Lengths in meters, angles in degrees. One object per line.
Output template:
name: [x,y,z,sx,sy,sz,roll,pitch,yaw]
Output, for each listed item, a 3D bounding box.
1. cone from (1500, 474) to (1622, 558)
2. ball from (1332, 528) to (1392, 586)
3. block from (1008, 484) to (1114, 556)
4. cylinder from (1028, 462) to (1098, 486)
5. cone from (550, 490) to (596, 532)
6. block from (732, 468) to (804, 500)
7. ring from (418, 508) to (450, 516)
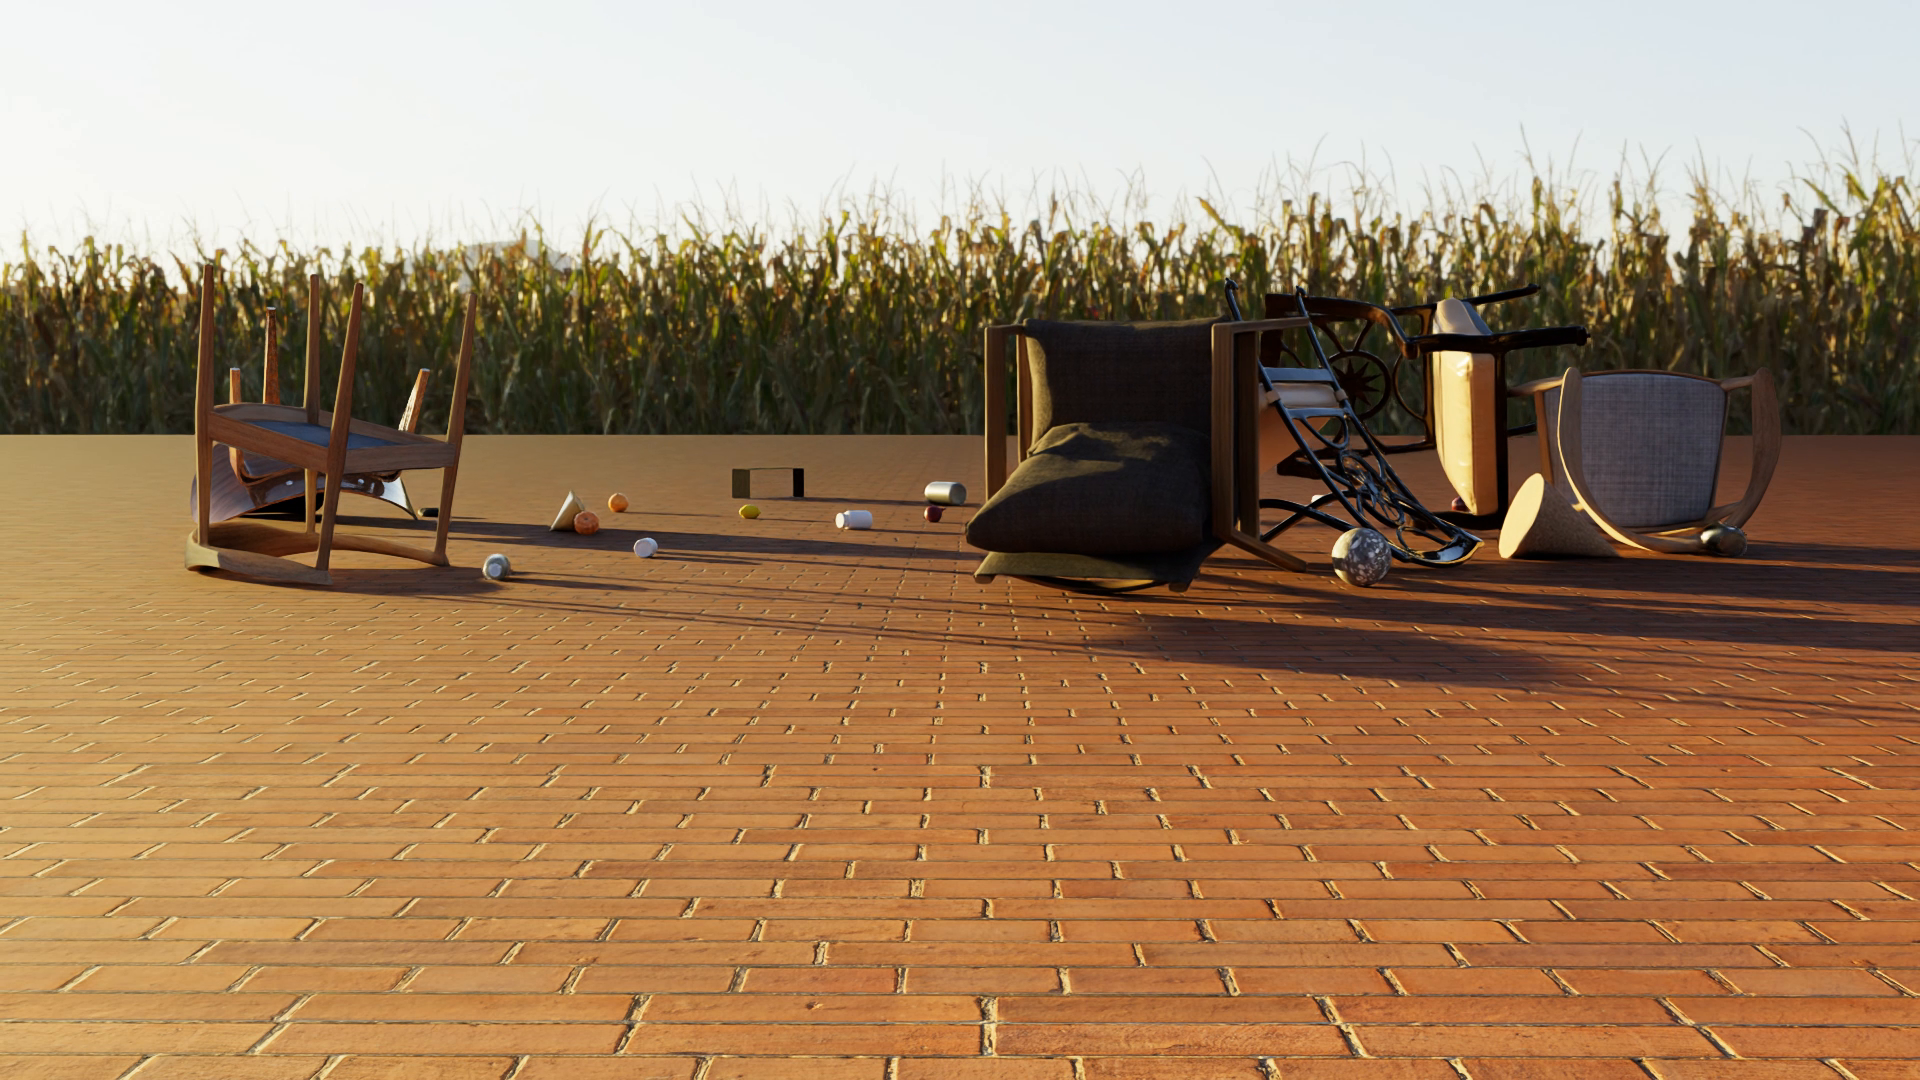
cone: [1.632,-0.009,5.866,0.299,0.240,0.228,22,6,-5]
ball: [0.913,0.039,4.995,0.134,0.134,0.134,0,4,0]
block: [0.275,-0.056,6.028,0.163,0.183,0.247,-4,5,-43]
cylinder: [0.366,-0.184,7.861,0.235,0.184,0.105,-11,9,-24]
cone: [-1.246,-0.061,6.962,0.126,0.151,0.273,-32,6,-5]
block: [-0.793,-0.235,9.085,0.277,0.120,0.125,-4,5,-42]
ring: [-1.856,-0.097,7.757,0.122,0.029,0.089,3,6,31]
